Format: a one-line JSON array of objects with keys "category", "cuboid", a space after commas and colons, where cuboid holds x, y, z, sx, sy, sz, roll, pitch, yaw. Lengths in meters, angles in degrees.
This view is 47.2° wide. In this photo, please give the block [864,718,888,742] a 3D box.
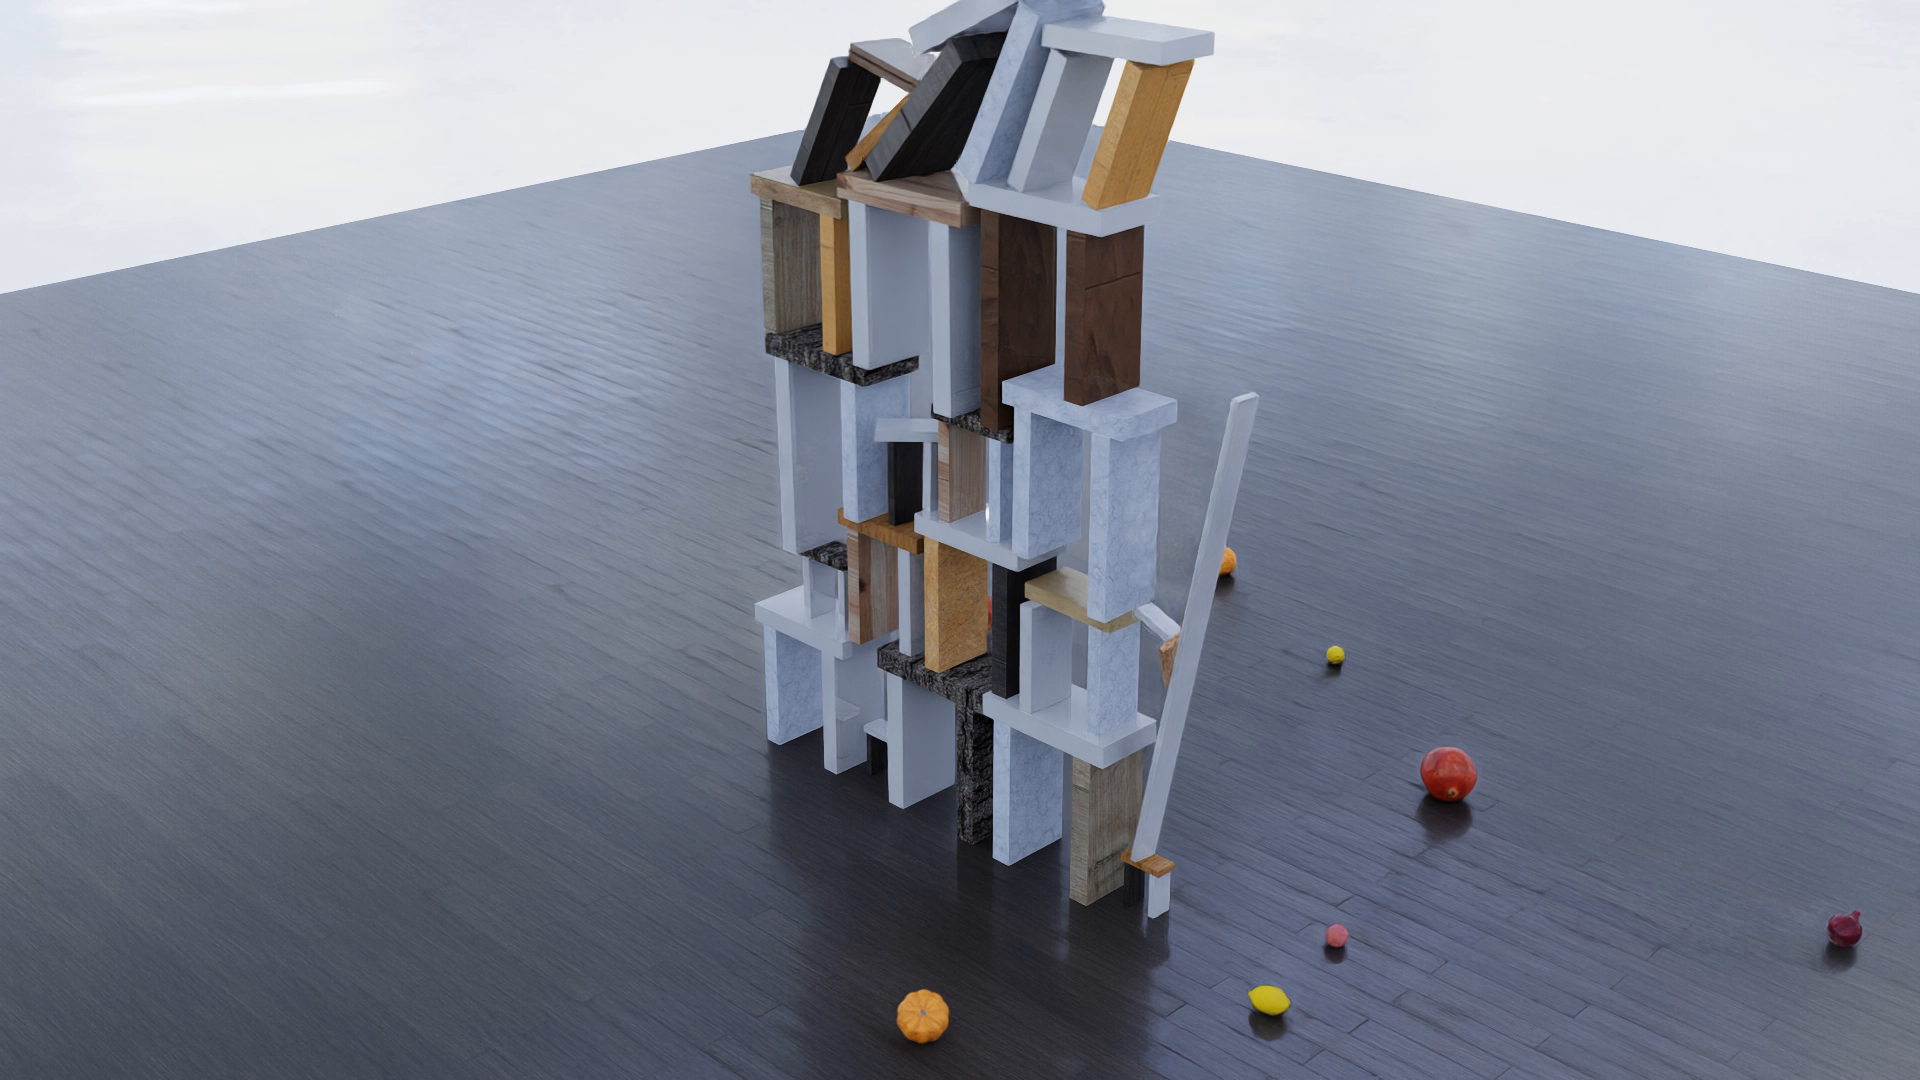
[{"category": "block", "cuboid": [-0.150, 0.399, 4.560, 0.095, 0.014, 0.048, 21, 31, 41]}]

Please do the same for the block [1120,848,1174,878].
[{"category": "block", "cuboid": [0.350, 0.599, 4.098, 0.092, 0.013, 0.046, 21, 31, 40]}]

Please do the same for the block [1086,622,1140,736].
[{"category": "block", "cuboid": [0.280, 0.243, 4.025, 0.108, 0.215, 0.030, -21, 31, -40]}]

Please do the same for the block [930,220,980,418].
[{"category": "block", "cuboid": [0.022, -0.418, 4.018, 0.045, 0.361, 0.159, 20, 30, 41]}]

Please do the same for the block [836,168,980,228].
[{"category": "block", "cuboid": [-0.057, -0.634, 4.007, 0.319, 0.045, 0.159, 21, 31, 40]}]

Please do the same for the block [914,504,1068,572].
[{"category": "block", "cuboid": [0.057, -0.015, 4.163, 0.271, 0.038, 0.135, 21, 31, 40]}]

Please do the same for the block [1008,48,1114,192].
[{"category": "block", "cuboid": [0.173, -0.719, 3.726, 0.130, 0.259, 0.037, -22, 54, -41]}]

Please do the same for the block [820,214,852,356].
[{"category": "block", "cuboid": [-0.202, -0.504, 4.227, 0.136, 0.272, 0.039, -21, 31, -40]}]

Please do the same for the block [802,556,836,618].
[{"category": "block", "cuboid": [-0.293, 0.088, 4.575, 0.020, 0.138, 0.069, 20, 30, 41]}]

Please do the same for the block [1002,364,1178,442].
[{"category": "block", "cuboid": [0.227, -0.244, 3.873, 0.285, 0.040, 0.143, 21, 31, 41]}]

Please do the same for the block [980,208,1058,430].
[{"category": "block", "cuboid": [0.105, -0.408, 3.943, 0.043, 0.402, 0.152, 21, 31, 40]}]

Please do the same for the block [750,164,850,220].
[{"category": "block", "cuboid": [-0.265, -0.672, 4.226, 0.136, 0.039, 0.272, -20, 30, -39]}]

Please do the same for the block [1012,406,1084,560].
[{"category": "block", "cuboid": [0.160, -0.120, 3.998, 0.040, 0.285, 0.143, 22, 31, 40]}]

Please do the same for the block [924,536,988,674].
[{"category": "block", "cuboid": [-0.007, 0.107, 4.283, 0.038, 0.279, 0.135, 21, 31, 41]}]

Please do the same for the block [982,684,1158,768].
[{"category": "block", "cuboid": [0.205, 0.334, 4.140, 0.304, 0.043, 0.152, 21, 31, 41]}]

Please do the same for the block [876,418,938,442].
[{"category": "block", "cuboid": [-0.087, -0.208, 4.180, 0.142, 0.020, 0.071, 1, 23, 3]}]

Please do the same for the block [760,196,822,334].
[{"category": "block", "cuboid": [-0.327, -0.555, 4.347, 0.136, 0.272, 0.039, -20, 30, -39]}]

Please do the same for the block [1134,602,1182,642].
[{"category": "block", "cuboid": [0.360, 0.151, 3.901, 0.100, 0.014, 0.050, 41, 32, 24]}]

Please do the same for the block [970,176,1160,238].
[{"category": "block", "cuboid": [0.178, -0.585, 3.791, 0.304, 0.043, 0.152, 21, 31, 40]}]

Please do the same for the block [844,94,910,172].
[{"category": "block", "cuboid": [-0.105, -0.750, 4.009, 0.112, 0.032, 0.224, -21, -9, -40]}]

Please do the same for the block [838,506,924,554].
[{"category": "block", "cuboid": [-0.124, -0.032, 4.349, 0.226, 0.032, 0.113, 21, 31, 40]}]

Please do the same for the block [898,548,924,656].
[{"category": "block", "cuboid": [-0.069, 0.107, 4.351, 0.032, 0.226, 0.113, 21, 31, 41]}]

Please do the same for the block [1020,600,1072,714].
[{"category": "block", "cuboid": [0.161, 0.207, 4.108, 0.108, 0.215, 0.030, -20, 30, -39]}]

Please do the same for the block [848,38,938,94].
[{"category": "block", "cuboid": [-0.091, -0.852, 3.967, 0.112, 0.032, 0.224, -15, 37, -35]}]

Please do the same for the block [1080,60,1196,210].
[{"category": "block", "cuboid": [0.292, -0.673, 3.616, 0.130, 0.259, 0.037, -21, 51, -40]}]

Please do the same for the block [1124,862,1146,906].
[{"category": "block", "cuboid": [0.328, 0.639, 4.138, 0.013, 0.092, 0.046, 21, 31, 41]}]

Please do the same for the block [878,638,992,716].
[{"category": "block", "cuboid": [-0.008, 0.255, 4.345, 0.297, 0.042, 0.148, 21, 31, 41]}]

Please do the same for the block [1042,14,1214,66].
[{"category": "block", "cuboid": [0.272, -0.815, 3.578, 0.259, 0.037, 0.130, 21, 31, 41]}]

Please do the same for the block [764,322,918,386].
[{"category": "block", "cuboid": [-0.233, -0.370, 4.311, 0.144, 0.041, 0.289, -21, 31, -41]}]

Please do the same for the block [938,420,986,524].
[{"category": "block", "cuboid": [0.005, -0.141, 4.157, 0.028, 0.200, 0.100, 21, 31, 40]}]

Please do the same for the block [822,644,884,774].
[{"category": "block", "cuboid": [-0.223, 0.340, 4.608, 0.137, 0.275, 0.039, -21, 31, -41]}]

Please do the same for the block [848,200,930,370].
[{"category": "block", "cuboid": [-0.132, -0.495, 4.146, 0.159, 0.319, 0.045, -21, 30, -41]}]

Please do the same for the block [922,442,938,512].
[{"category": "block", "cuboid": [-0.038, -0.132, 4.207, 0.020, 0.142, 0.071, 23, 32, 39]}]

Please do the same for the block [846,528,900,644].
[{"category": "block", "cuboid": [-0.175, 0.077, 4.455, 0.032, 0.252, 0.113, 21, 31, 40]}]

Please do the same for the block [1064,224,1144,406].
[{"category": "block", "cuboid": [0.248, -0.397, 3.792, 0.043, 0.304, 0.152, 21, 31, 40]}]

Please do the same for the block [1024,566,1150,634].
[{"category": "block", "cuboid": [0.233, 0.108, 4.026, 0.108, 0.030, 0.215, -20, 30, -39]}]

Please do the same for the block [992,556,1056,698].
[{"category": "block", "cuboid": [0.121, 0.153, 4.165, 0.038, 0.271, 0.135, 21, 31, 40]}]

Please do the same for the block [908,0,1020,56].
[{"category": "block", "cuboid": [0.088, -0.915, 3.731, 0.337, 0.048, 0.169, -16, 4, 45]}]

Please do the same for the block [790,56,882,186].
[{"category": "block", "cuboid": [-0.229, -0.789, 4.123, 0.112, 0.278, 0.032, -19, 59, -37]}]

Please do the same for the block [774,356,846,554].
[{"category": "block", "cuboid": [-0.300, -0.187, 4.466, 0.041, 0.415, 0.144, 20, 30, 41]}]

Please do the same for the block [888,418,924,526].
[{"category": "block", "cuboid": [-0.106, -0.131, 4.283, 0.071, 0.202, 0.020, -18, 29, -36]}]

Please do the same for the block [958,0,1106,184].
[{"category": "block", "cuboid": [0.121, -0.775, 3.767, 0.169, 0.337, 0.048, -22, 57, -41]}]

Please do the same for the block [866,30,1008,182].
[{"category": "block", "cuboid": [-0.016, -0.764, 3.881, 0.169, 0.048, 0.377, -15, -16, -32]}]

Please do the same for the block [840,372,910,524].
[{"category": "block", "cuboid": [-0.164, -0.191, 4.313, 0.041, 0.289, 0.144, 21, 31, 40]}]

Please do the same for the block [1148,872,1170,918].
[{"category": "block", "cuboid": [0.372, 0.656, 4.098, 0.013, 0.092, 0.046, 21, 31, 41]}]

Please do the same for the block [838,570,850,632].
[{"category": "block", "cuboid": [-0.217, 0.113, 4.516, 0.069, 0.138, 0.020, -19, 29, -37]}]

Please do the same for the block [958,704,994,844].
[{"category": "block", "cuboid": [0.062, 0.439, 4.346, 0.042, 0.297, 0.148, 21, 31, 41]}]

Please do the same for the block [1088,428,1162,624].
[{"category": "block", "cuboid": [0.290, -0.038, 3.887, 0.040, 0.349, 0.143, 20, 30, 39]}]

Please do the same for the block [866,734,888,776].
[{"category": "block", "cuboid": [-0.173, 0.440, 4.602, 0.014, 0.095, 0.048, 21, 31, 41]}]

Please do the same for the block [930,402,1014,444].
[{"category": "block", "cuboid": [0.051, -0.228, 4.069, 0.200, 0.028, 0.100, 21, 31, 40]}]

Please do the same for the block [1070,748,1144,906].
[{"category": "block", "cuboid": [0.277, 0.522, 4.141, 0.043, 0.304, 0.152, 21, 31, 41]}]

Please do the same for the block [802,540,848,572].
[{"category": "block", "cuboid": [-0.261, 0.027, 4.514, 0.138, 0.020, 0.069, 20, 30, 41]}]

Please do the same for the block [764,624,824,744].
[{"category": "block", "cuboid": [-0.352, 0.290, 4.726, 0.039, 0.274, 0.137, 21, 31, 41]}]

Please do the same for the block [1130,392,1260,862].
[{"category": "block", "cuboid": [0.404, 0.178, 3.844, 0.050, 0.977, 0.014, -18, 40, -36]}]

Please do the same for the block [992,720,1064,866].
[{"category": "block", "cuboid": [0.133, 0.466, 4.273, 0.043, 0.304, 0.152, 21, 31, 41]}]

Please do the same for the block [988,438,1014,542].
[{"category": "block", "cuboid": [0.099, -0.105, 4.070, 0.028, 0.200, 0.100, 21, 31, 41]}]

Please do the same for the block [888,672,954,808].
[{"category": "block", "cuboid": [-0.078, 0.384, 4.475, 0.042, 0.297, 0.148, 21, 31, 41]}]

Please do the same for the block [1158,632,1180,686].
[{"category": "block", "cuboid": [0.377, 0.212, 3.866, 0.050, 0.100, 0.014, -35, 49, -21]}]

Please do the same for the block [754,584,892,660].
[{"category": "block", "cuboid": [-0.288, 0.171, 4.606, 0.274, 0.039, 0.137, 21, 31, 40]}]
